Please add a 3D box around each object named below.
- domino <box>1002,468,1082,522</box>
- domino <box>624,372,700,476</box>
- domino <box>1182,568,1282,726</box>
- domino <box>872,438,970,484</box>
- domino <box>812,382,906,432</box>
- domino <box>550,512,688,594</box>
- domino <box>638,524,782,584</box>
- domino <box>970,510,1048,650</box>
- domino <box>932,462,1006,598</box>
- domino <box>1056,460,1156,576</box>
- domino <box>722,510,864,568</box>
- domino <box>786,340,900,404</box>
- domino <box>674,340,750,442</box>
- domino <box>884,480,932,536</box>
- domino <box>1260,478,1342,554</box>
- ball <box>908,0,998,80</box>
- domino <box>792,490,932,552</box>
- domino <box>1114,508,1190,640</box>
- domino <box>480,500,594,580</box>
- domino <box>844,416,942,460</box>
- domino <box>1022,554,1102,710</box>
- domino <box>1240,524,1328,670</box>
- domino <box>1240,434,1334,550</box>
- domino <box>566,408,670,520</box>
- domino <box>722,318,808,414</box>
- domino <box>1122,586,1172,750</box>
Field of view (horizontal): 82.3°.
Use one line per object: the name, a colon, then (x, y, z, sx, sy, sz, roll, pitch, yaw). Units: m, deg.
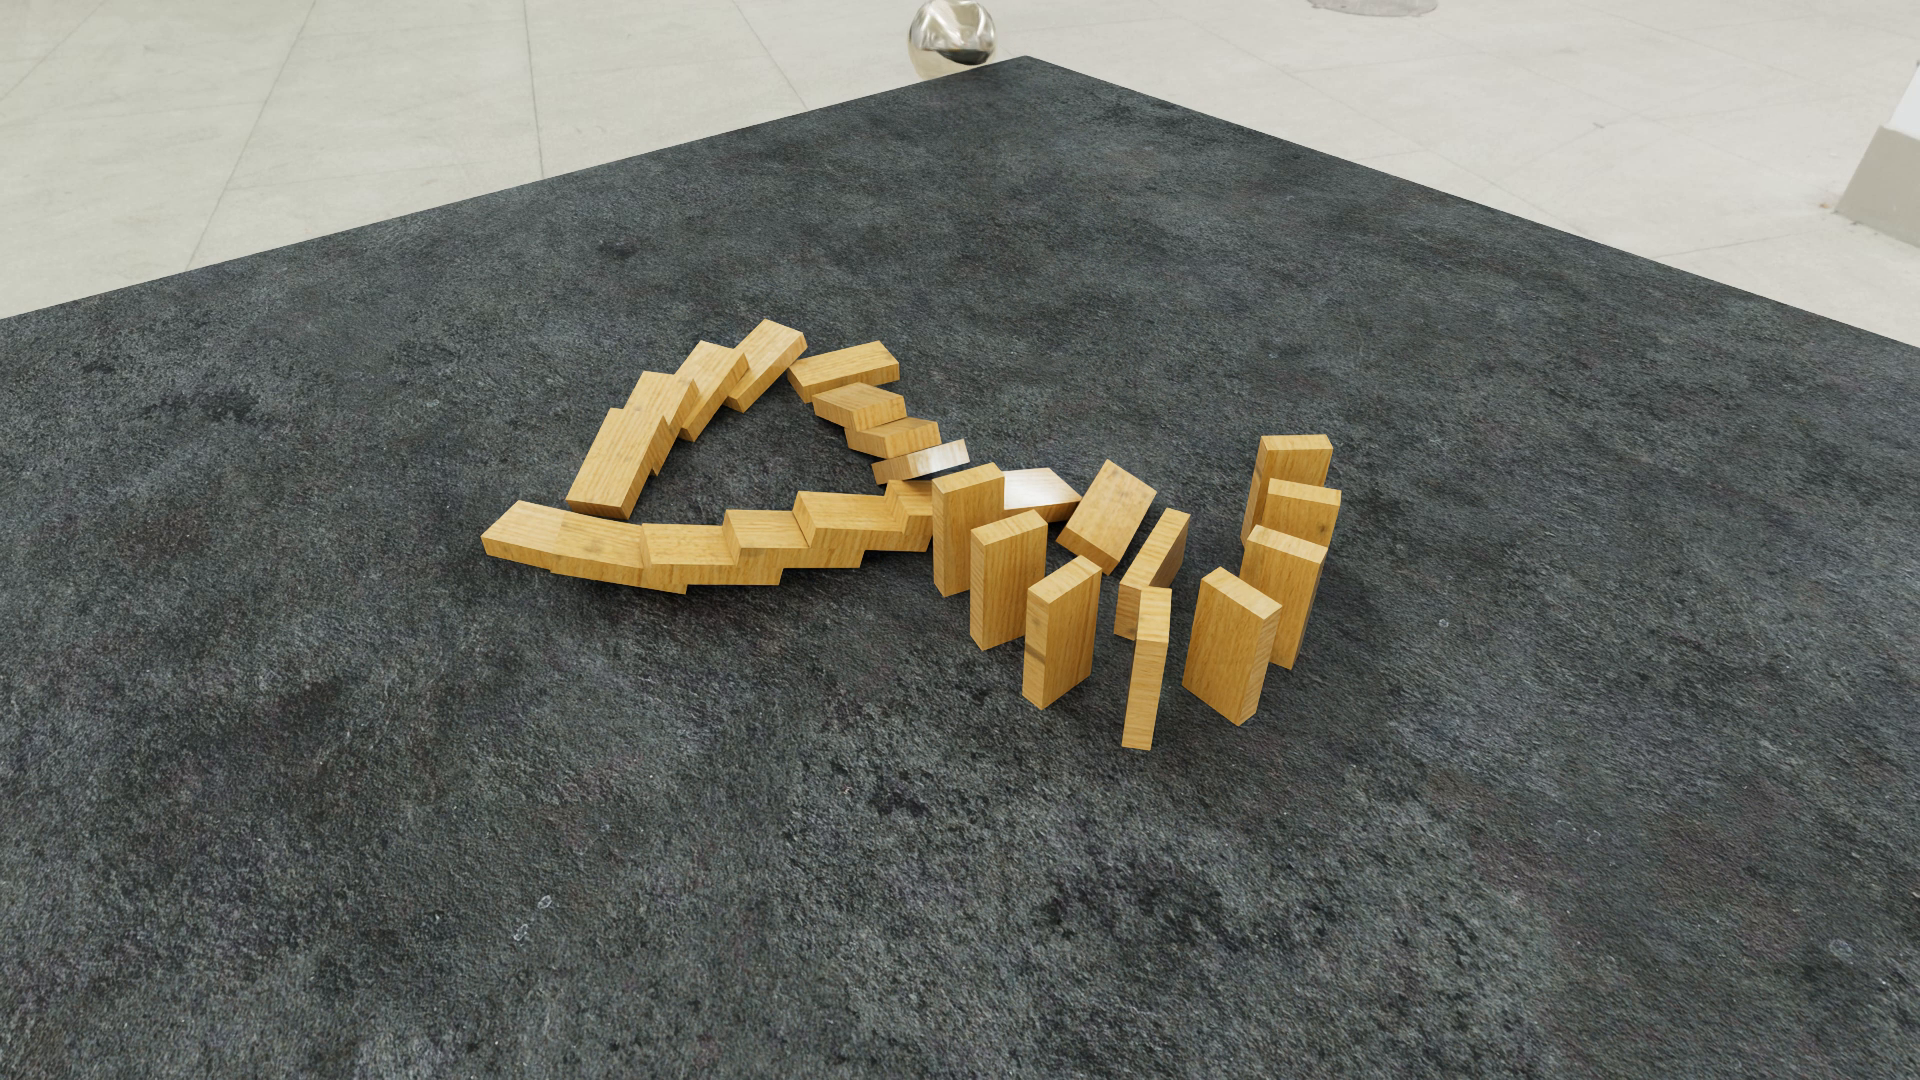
domino: (0.025, -0.017, 0.451, 0.050, 0.010, 0.025, -8, 41, -40)
domino: (-0.140, -0.053, 0.496, 0.025, 0.009, 0.050, 9, 58, 13)
domino: (0.090, 0.036, 0.367, 0.009, 0.050, 0.025, -28, 47, -30)
domino: (-0.017, -0.032, 0.461, 0.025, 0.010, 0.050, -17, 6, -20)
domino: (-0.047, -0.062, 0.506, 0.025, 0.010, 0.050, -20, 23, -23)
domino: (-0.130, 0.005, 0.426, 0.050, 0.009, 0.025, 11, 37, -15)
domino: (-0.096, 0.006, 0.425, 0.050, 0.010, 0.025, 2, 36, -27)
domino: (0.017, 0.015, 0.393, 0.025, 0.050, 0.010, -18, 43, -21)
domino: (0.003, -0.003, 0.416, 0.025, 0.050, 0.009, -17, 42, -19)
domino: (0.060, -0.010, 0.448, 0.025, 0.010, 0.050, 34, 45, 2)
domino: (-0.065, 0.000, 0.432, 0.050, 0.010, 0.025, 1, 36, -28)
domino: (-0.058, -0.084, 0.546, 0.050, 0.009, 0.025, -17, 42, -20)
domino: (-0.124, -0.071, 0.518, 0.025, 0.009, 0.050, 17, 60, 20)
domino: (-0.003, -0.013, 0.449, 0.050, 0.010, 0.025, -1, 36, -27)
domino: (0.123, 0.002, 0.409, 0.025, 0.050, 0.009, 11, 41, 14)
ball: (-0.006, -0.438, 0.969, 0.080, 0.080, 0.080, 0, 39, 0)
domino: (-0.039, -0.007, 0.439, 0.050, 0.009, 0.025, 2, 35, -29)
domino: (0.073, 0.012, 0.416, 0.010, 0.025, 0.050, 19, 43, 21)
domino: (-0.163, 0.000, 0.444, 0.050, 0.010, 0.025, 12, 41, 14)
domino: (-0.030, -0.046, 0.483, 0.025, 0.009, 0.050, -18, 17, -21)
domino: (0.034, 0.032, 0.373, 0.025, 0.050, 0.009, -30, 48, -32)
domino: (0.110, 0.021, 0.386, 0.025, 0.050, 0.010, 20, 44, 23)
domino: (0.128, -0.018, 0.433, 0.025, 0.050, 0.009, -1, 39, -2)
domino: (-0.146, -0.033, 0.472, 0.025, 0.010, 0.050, 8, 58, 11)
domino: (-0.101, -0.086, 0.537, 0.025, 0.009, 0.050, 24, 61, 27)
domino: (0.061, 0.042, 0.360, 0.010, 0.050, 0.025, 7, 40, 8)
